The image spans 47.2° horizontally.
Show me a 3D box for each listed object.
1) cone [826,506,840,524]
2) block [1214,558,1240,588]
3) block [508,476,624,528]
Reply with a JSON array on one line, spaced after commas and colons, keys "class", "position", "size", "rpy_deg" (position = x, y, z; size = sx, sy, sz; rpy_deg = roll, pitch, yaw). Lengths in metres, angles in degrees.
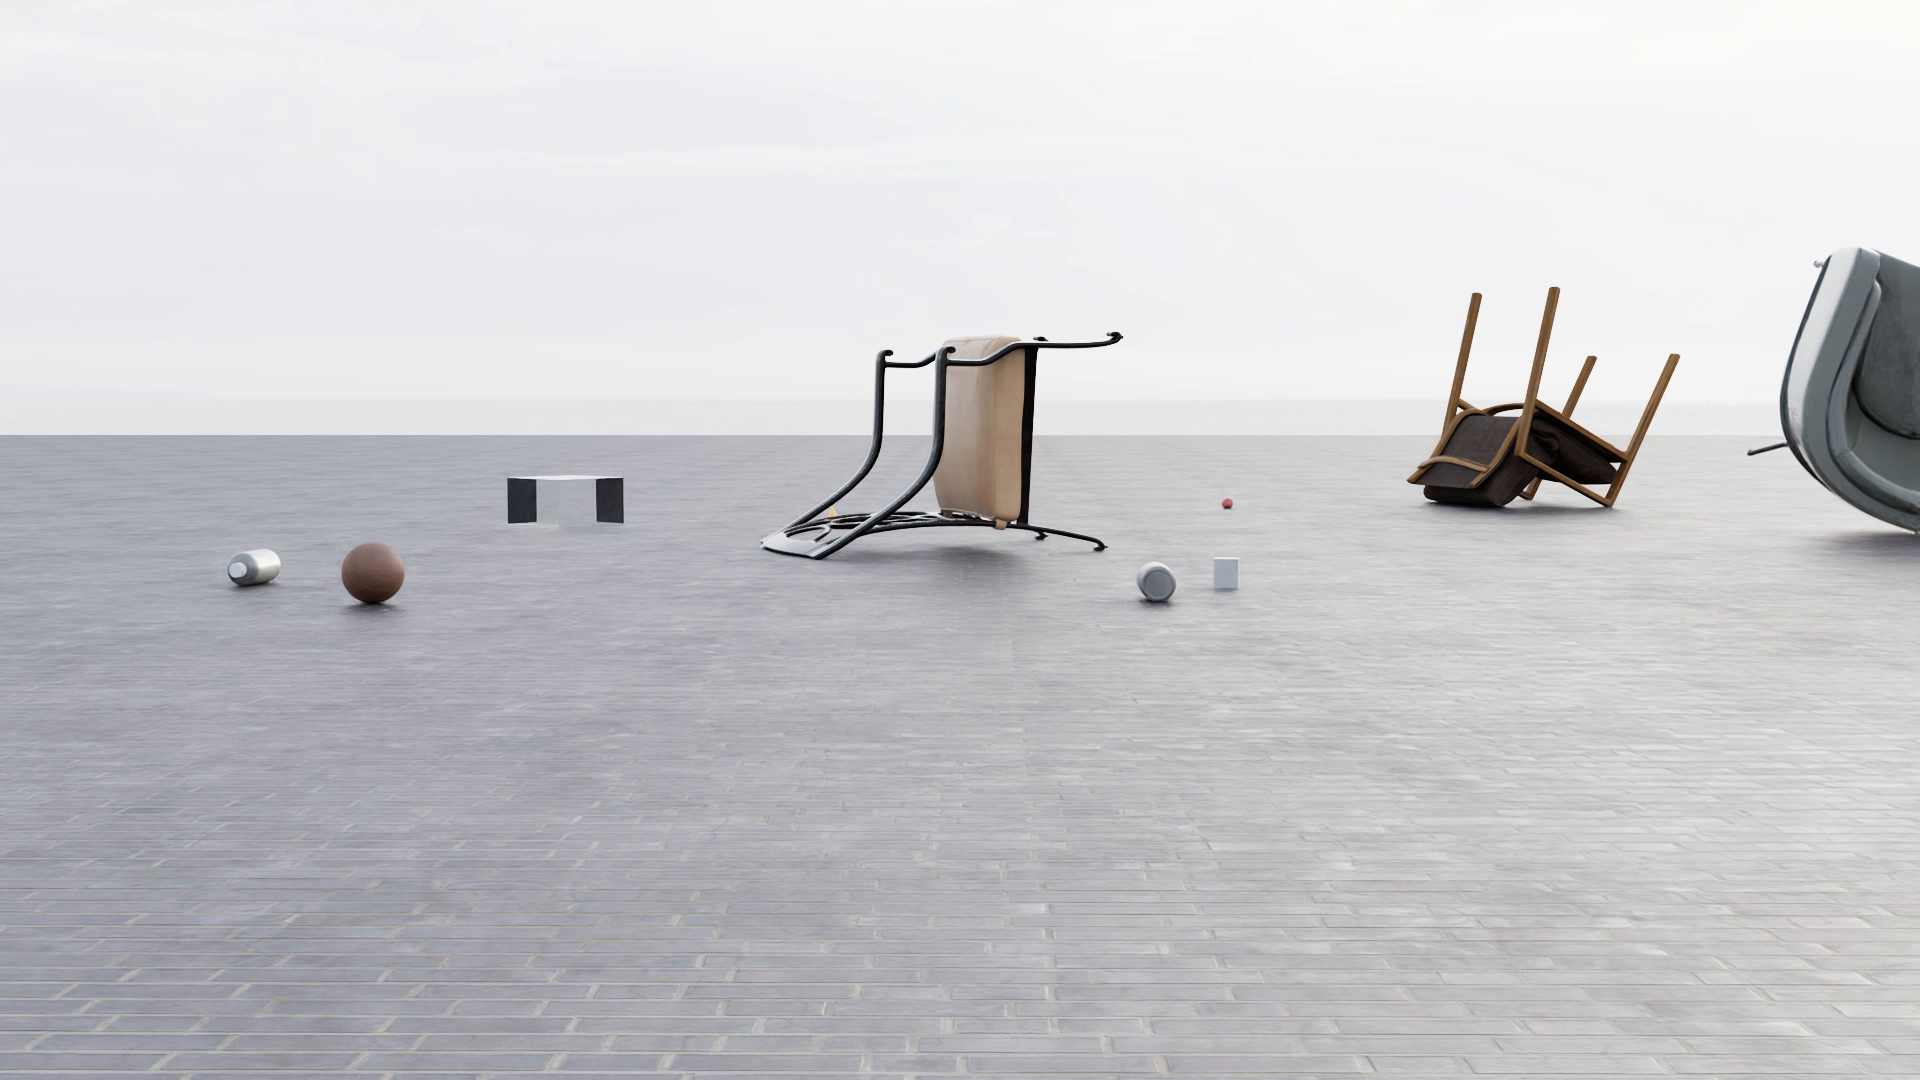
[{"class": "cone", "position": [-0.426, -0.086, 7.345], "size": [0.051, 0.062, 0.057], "rpy_deg": [1, 4, 15]}, {"class": "block", "position": [0.604, 0.074, 4.984], "size": [0.054, 0.066, 0.047], "rpy_deg": [1, 4, 10]}, {"class": "block", "position": [-1.316, -0.132, 7.337], "size": [0.271, 0.154, 0.272], "rpy_deg": [4, 5, 42]}]
